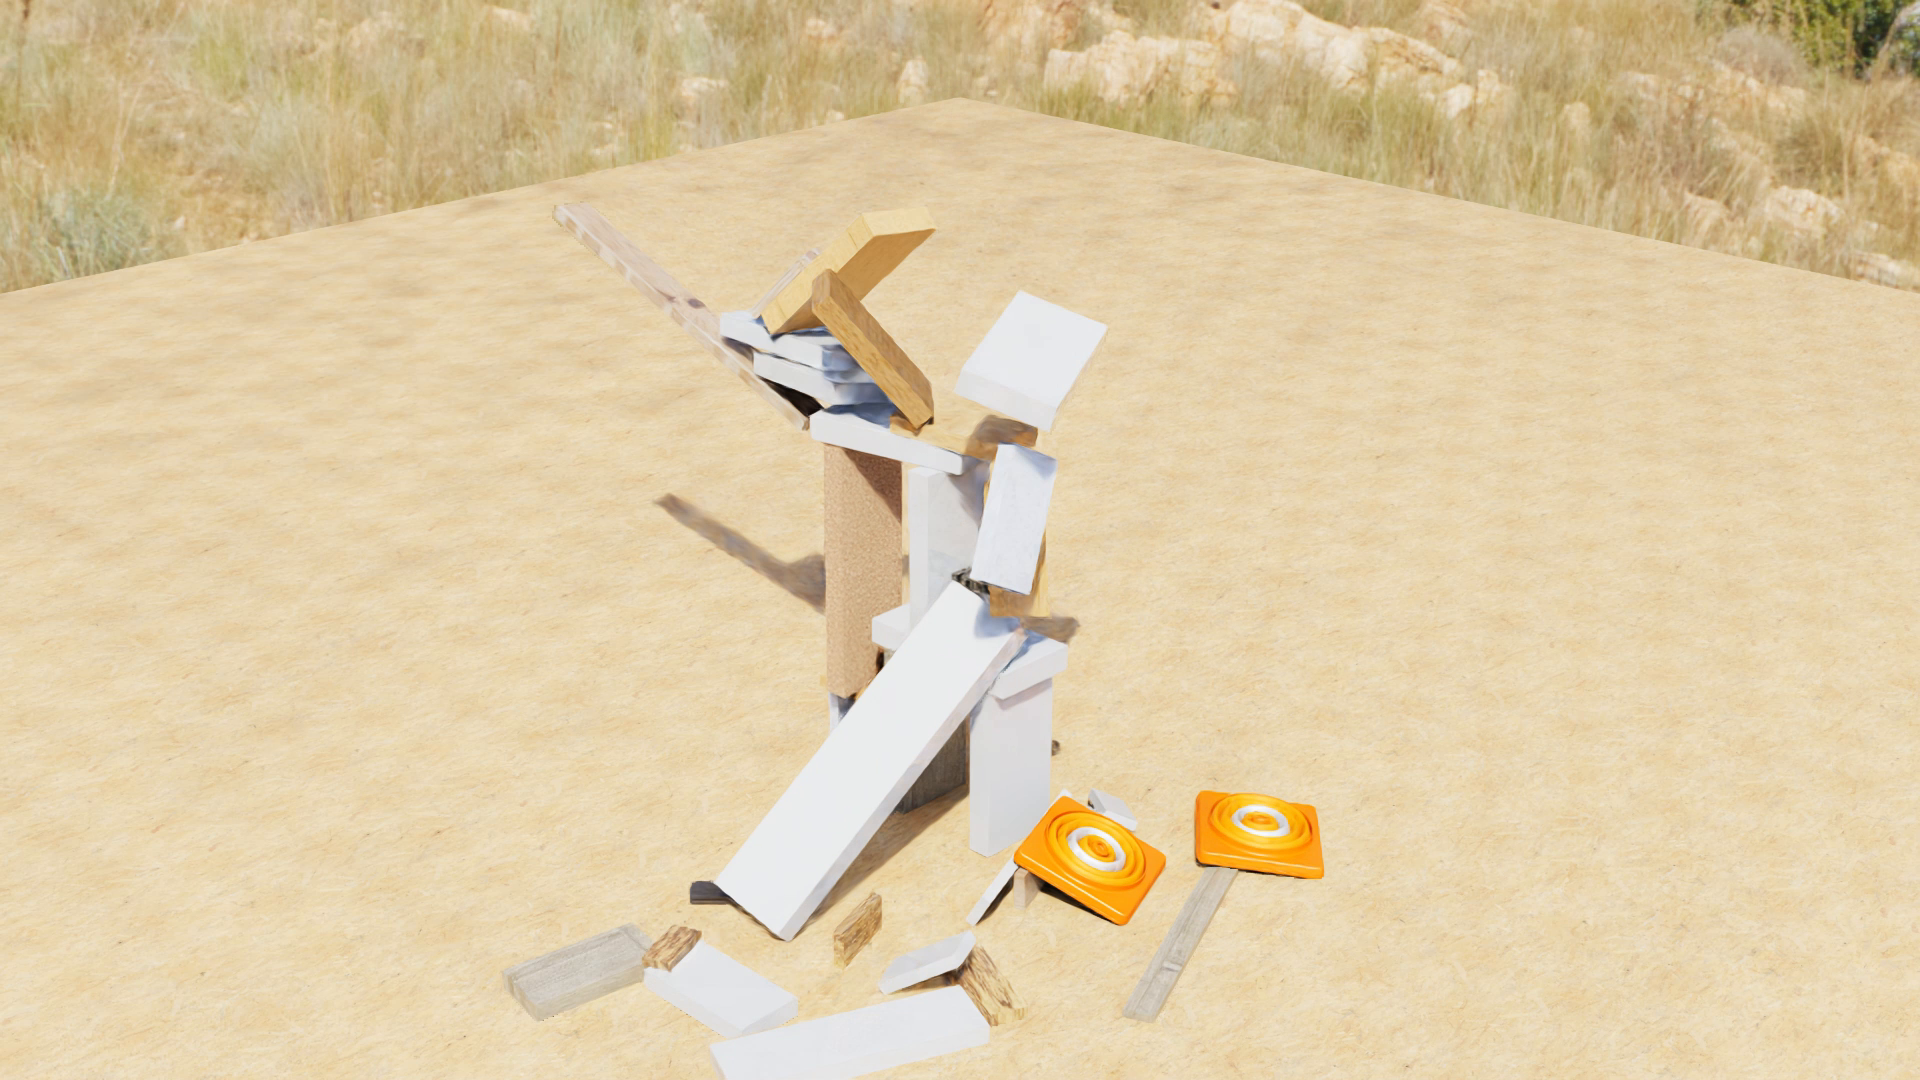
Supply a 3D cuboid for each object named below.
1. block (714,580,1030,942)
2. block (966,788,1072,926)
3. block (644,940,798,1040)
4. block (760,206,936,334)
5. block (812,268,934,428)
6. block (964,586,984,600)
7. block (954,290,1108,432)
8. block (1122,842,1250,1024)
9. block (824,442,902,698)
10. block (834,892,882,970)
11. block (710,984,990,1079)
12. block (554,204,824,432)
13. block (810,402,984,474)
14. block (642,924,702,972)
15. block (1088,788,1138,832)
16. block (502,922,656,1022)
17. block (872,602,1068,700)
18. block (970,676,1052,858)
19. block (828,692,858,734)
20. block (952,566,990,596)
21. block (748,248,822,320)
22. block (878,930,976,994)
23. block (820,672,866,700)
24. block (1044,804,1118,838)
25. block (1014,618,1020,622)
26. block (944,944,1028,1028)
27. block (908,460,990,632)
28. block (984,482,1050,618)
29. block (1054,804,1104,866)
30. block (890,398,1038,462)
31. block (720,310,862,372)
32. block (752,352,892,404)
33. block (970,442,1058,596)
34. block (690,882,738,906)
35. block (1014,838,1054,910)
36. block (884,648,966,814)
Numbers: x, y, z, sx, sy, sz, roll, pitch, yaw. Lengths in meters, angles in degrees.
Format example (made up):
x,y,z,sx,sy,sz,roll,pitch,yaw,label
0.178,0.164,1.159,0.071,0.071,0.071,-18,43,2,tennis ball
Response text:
x,y,z,sx,sy,sz,roll,pitch,yaw,label
-0.163,0.407,4.105,0.178,0.050,0.723,32,79,33,block
0.116,0.604,4.213,0.021,0.074,0.397,36,35,7,block
-0.419,0.791,3.849,0.259,0.037,0.130,20,30,39,block
-0.220,-0.527,4.309,0.178,0.050,0.356,-16,-16,-47,block
-0.163,-0.359,4.108,0.043,0.304,0.152,-36,23,14,block
0.027,0.136,4.255,0.058,0.115,0.016,-22,-1,-41,block
0.131,-0.323,3.921,0.178,0.050,0.356,23,33,6,block
0.424,0.714,4.056,0.057,0.016,0.605,9,25,21,block
-0.194,0.038,4.435,0.049,0.549,0.172,20,30,38,block
-0.186,0.708,3.996,0.021,0.074,0.148,11,25,23,block
-0.185,0.850,3.710,0.454,0.037,0.130,-9,25,-21,block
-0.566,-0.475,4.590,0.804,0.024,0.085,41,34,24,block
-0.099,-0.210,4.256,0.345,0.049,0.172,15,27,30,block
-0.515,0.729,3.929,0.057,0.016,0.114,9,25,20,block
0.305,0.538,4.397,0.071,0.020,0.141,22,8,-13,block
-0.665,0.766,3.909,0.259,0.037,0.130,-16,28,-34,block
0.016,0.202,4.299,0.359,0.051,0.180,21,31,40,block
0.100,0.425,4.300,0.051,0.359,0.180,21,31,39,block
-0.234,0.383,4.627,0.025,0.180,0.090,15,27,36,block
0.043,0.077,4.210,0.058,0.016,0.115,-18,25,-35,block
-0.349,-0.515,4.412,0.024,0.170,0.085,47,25,-4,block
-0.058,0.742,3.865,0.171,0.024,0.086,-26,10,29,block
-0.194,0.300,4.553,0.180,0.025,0.090,19,29,35,block
0.241,0.568,4.397,0.141,0.020,0.071,-14,27,-30,block
0.088,0.146,4.213,0.058,0.115,0.016,-15,15,-39,block
0.038,0.786,3.878,0.085,0.024,0.209,-9,25,-21,block
-0.020,0.010,4.245,0.049,0.345,0.172,21,31,39,block
0.106,0.018,4.111,0.036,0.251,0.126,-7,-6,43,block
0.231,0.579,4.328,0.071,0.020,0.141,18,35,13,block
0.006,-0.207,4.145,0.251,0.036,0.126,18,28,34,block
-0.323,-0.408,4.449,0.304,0.043,0.152,21,23,34,block
-0.269,-0.325,4.384,0.152,0.043,0.304,-4,17,-36,block
0.098,-0.038,3.925,0.036,0.251,0.126,7,-8,44,block
-0.453,0.668,4.164,0.114,0.016,0.057,-1,23,-1,block
0.141,0.633,4.173,0.021,0.074,0.149,9,24,22,block
-0.069,0.359,4.455,0.051,0.359,0.180,21,31,40,block
